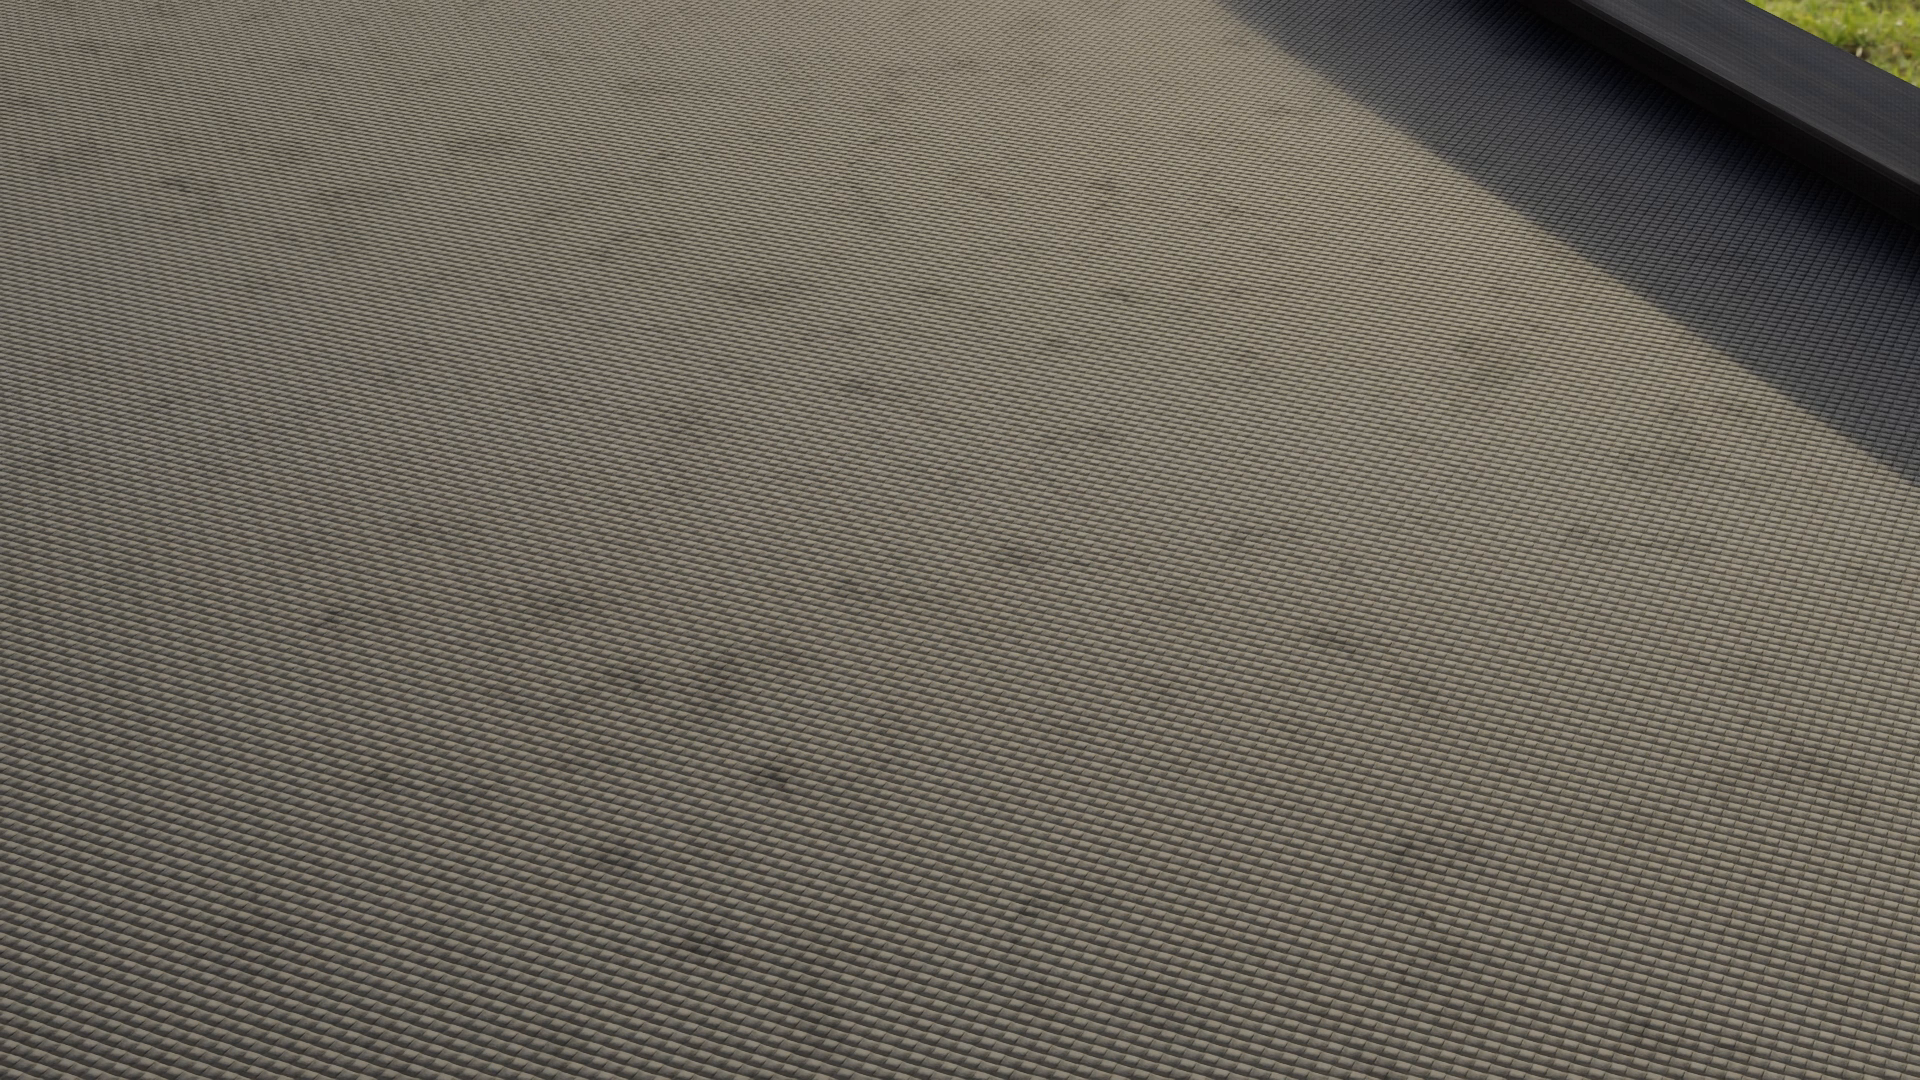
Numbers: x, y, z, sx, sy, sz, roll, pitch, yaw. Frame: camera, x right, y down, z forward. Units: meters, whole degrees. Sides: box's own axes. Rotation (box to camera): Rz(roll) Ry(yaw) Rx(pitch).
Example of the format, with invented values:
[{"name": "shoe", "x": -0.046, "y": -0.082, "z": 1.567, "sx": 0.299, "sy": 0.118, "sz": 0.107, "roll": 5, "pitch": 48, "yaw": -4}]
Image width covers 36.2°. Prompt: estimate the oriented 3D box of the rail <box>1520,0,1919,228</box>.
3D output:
[{"name": "rail", "x": 0.593, "y": -0.553, "z": 2.900, "sx": 0.045, "sy": 0.114, "sz": 3.559, "roll": -9, "pitch": 29, "yaw": -17}]
